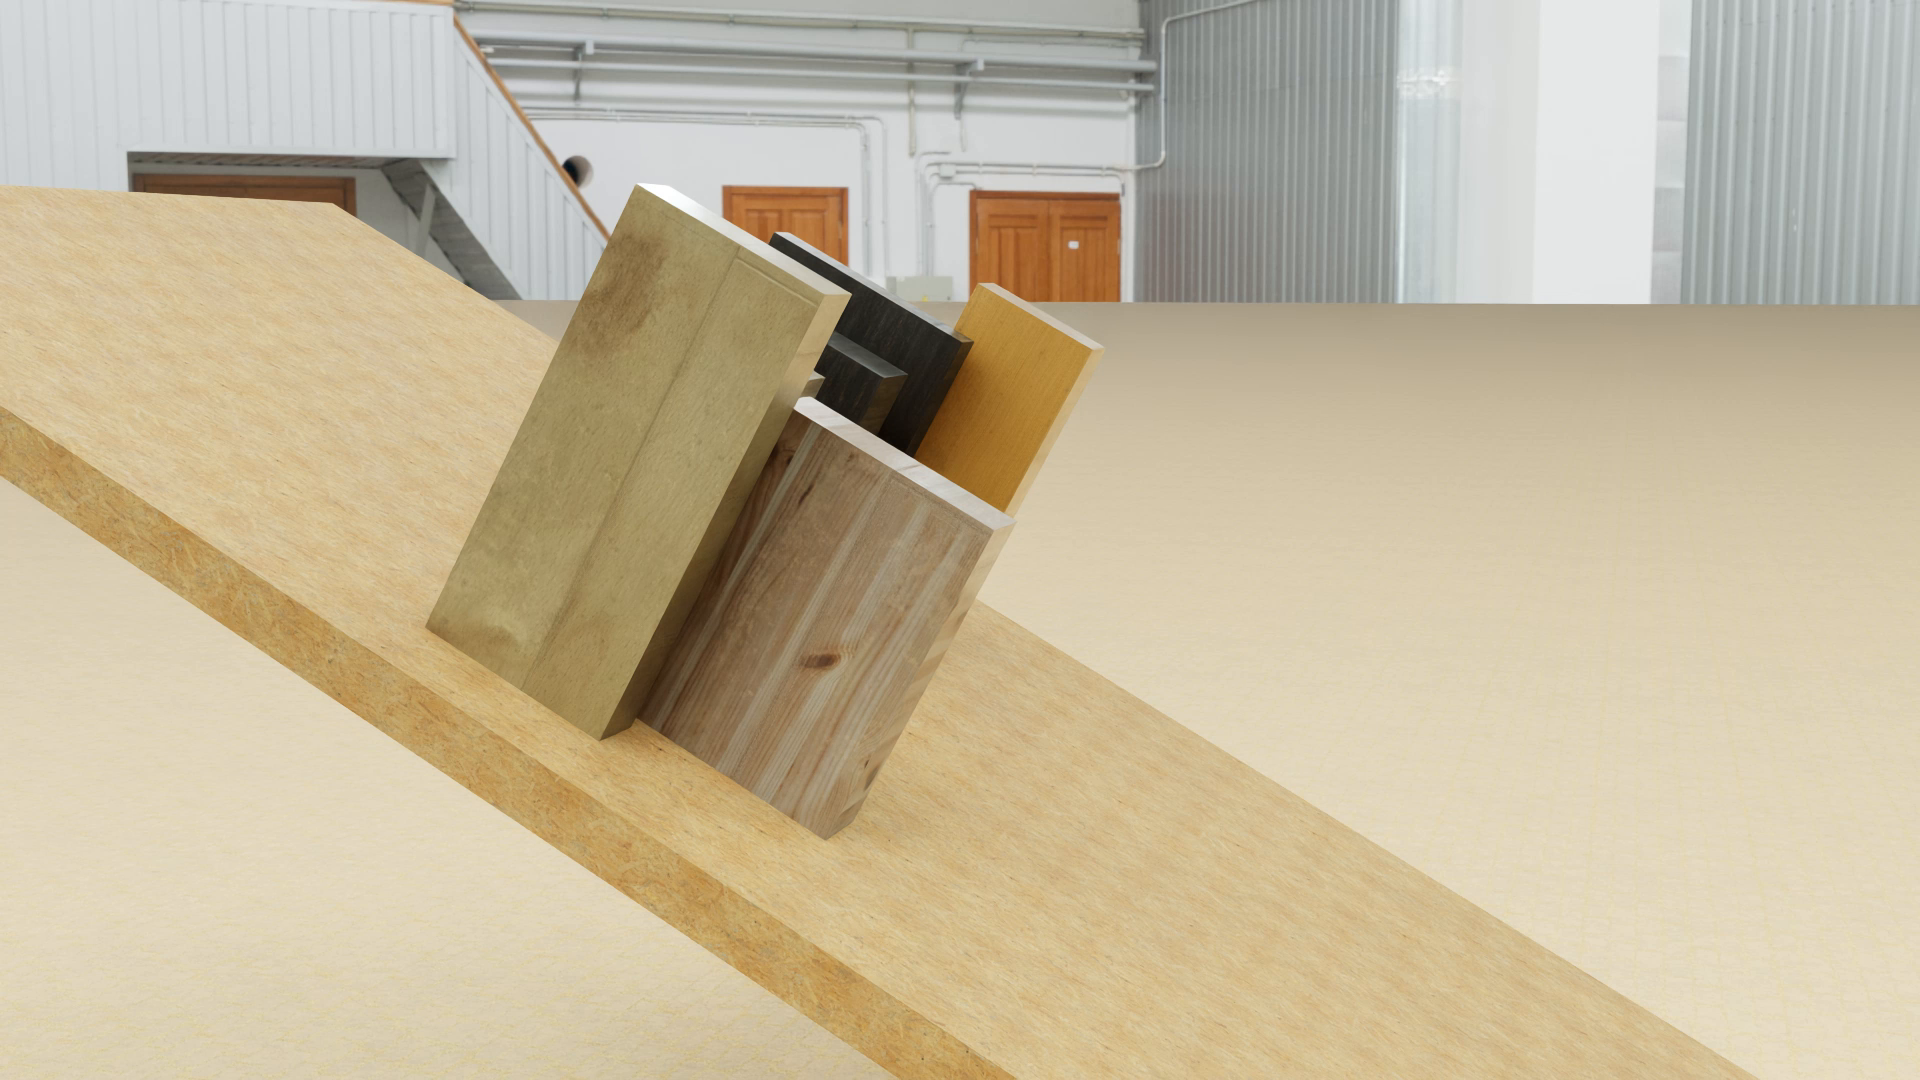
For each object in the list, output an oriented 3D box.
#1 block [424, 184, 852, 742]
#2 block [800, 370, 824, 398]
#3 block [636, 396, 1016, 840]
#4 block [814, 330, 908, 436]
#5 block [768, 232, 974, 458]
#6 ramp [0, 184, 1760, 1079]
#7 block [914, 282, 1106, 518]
[{"bbox_3d":[-0.500,-0.115,3.366,0.339,0.779,0.114,31,14,11],"label":"block"},{"bbox_3d":[-0.512,-0.147,3.978,0.334,0.521,0.084,31,14,11],"label":"block"},{"bbox_3d":[-0.225,0.122,3.482,0.393,0.571,0.128,31,14,11],"label":"block"},{"bbox_3d":[-0.356,-0.138,4.179,0.266,0.550,0.144,31,14,11],"label":"block"},{"bbox_3d":[-0.315,-0.231,4.416,0.445,0.631,0.081,31,14,11],"label":"block"},{"bbox_3d":[-0.204,0.338,4.138,4.000,0.100,2.000,31,14,11],"label":"ramp"},{"bbox_3d":[-0.003,-0.138,4.484,0.270,0.727,0.115,31,14,11],"label":"block"}]
